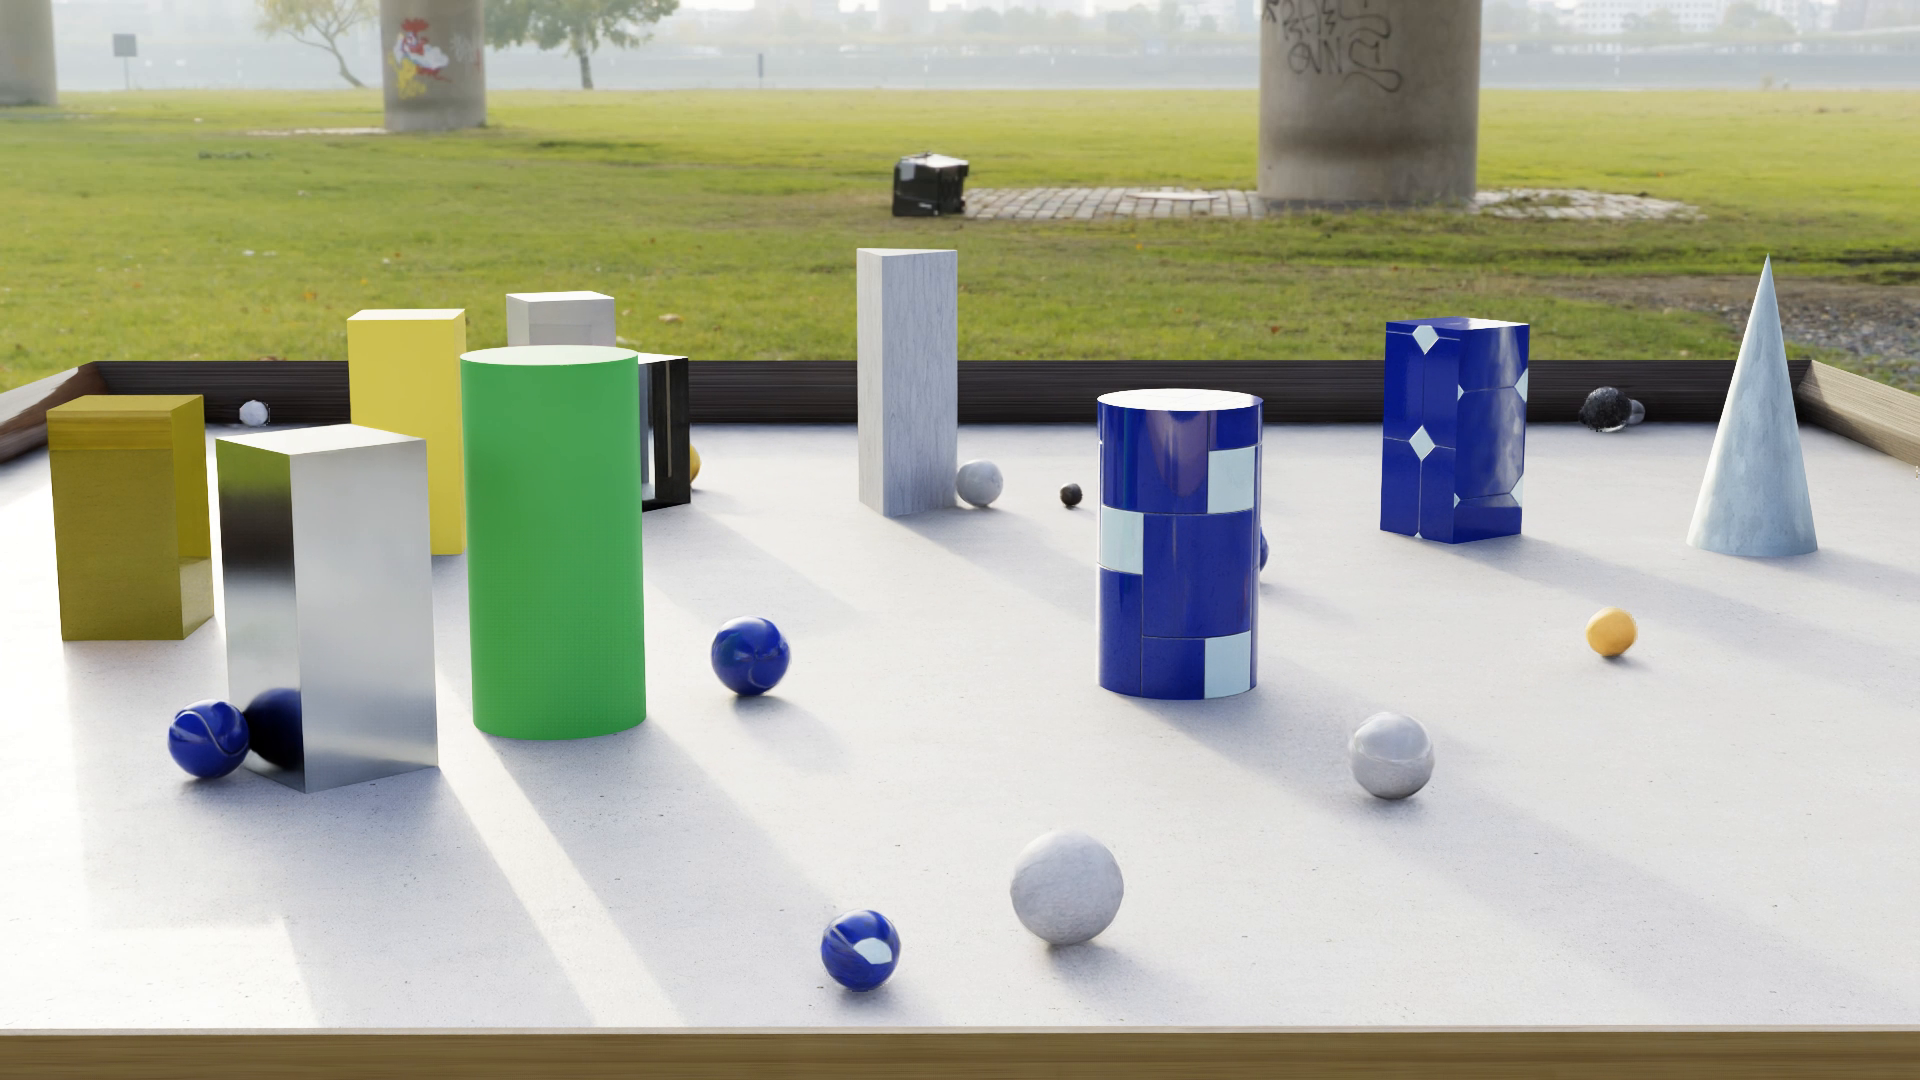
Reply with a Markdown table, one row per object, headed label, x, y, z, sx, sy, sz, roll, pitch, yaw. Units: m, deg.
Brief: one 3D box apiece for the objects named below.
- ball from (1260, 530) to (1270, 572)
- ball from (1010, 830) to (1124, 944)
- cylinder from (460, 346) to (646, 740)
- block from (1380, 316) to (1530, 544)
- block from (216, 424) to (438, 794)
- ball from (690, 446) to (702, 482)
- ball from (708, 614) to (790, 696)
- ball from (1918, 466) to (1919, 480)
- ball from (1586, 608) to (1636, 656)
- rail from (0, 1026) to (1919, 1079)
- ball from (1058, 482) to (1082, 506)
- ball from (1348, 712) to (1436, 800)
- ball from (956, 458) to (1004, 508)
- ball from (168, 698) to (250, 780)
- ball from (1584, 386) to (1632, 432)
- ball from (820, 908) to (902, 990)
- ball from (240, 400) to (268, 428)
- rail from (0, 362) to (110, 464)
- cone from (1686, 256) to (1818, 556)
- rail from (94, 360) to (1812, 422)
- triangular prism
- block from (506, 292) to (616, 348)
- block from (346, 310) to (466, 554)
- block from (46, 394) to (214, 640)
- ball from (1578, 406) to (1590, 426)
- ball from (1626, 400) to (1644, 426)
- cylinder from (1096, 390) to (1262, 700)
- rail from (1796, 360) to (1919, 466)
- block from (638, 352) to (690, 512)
| label | x | y | z | sx | sy | sz | roll | pitch | yaw |
| --- | --- | --- | --- | --- | --- | --- | --- | --- | --- |
| ball | 0.397 | 0.015 | 3.653 | 0.087 | 0.087 | 0.087 | 0 | 11 | 0 |
| ball | 0.089 | 0.291 | 2.147 | 0.095 | 0.095 | 0.095 | 0 | 11 | 0 |
| cylinder | -0.451 | -0.001 | 2.856 | 0.194 | 0.411 | 0.194 | 0 | 11 | 0 |
| block | 0.773 | -0.175 | 4.014 | 0.155 | 0.329 | 0.155 | -8 | 13 | -35 |
| block | -0.657 | 0.066 | 2.667 | 0.155 | 0.347 | 0.155 | -10 | 14 | -42 |
| ball | -0.491 | -0.133 | 4.471 | 0.079 | 0.079 | 0.079 | 0 | 11 | 0 |
| ball | -0.245 | 0.135 | 2.991 | 0.094 | 0.094 | 0.094 | 0 | 11 | 0 |
| ball | 1.676 | -0.115 | 4.374 | 0.080 | 0.080 | 0.080 | 0 | 11 | 0 |
| ball | 0.809 | 0.115 | 3.190 | 0.060 | 0.060 | 0.060 | 0 | 11 | 0 |
| rail | 0.011 | 0.366 | 1.652 | 3.523 | 0.126 | 0.045 | 0 | 11 | 0 |
| ball | 0.185 | -0.076 | 4.275 | 0.040 | 0.040 | 0.040 | 0 | 11 | 0 |
| ball | 0.432 | 0.216 | 2.570 | 0.088 | 0.088 | 0.088 | 0 | 11 | 0 |
| ball | 0.032 | -0.095 | 4.264 | 0.080 | 0.080 | 0.080 | 0 | 11 | 0 |
| ball | -0.774 | 0.205 | 2.643 | 0.083 | 0.083 | 0.083 | 0 | 11 | 0 |
| ball | 1.296 | -0.261 | 5.131 | 0.091 | 0.091 | 0.091 | 0 | 11 | 0 |
| ball | -0.079 | 0.326 | 2.045 | 0.064 | 0.064 | 0.064 | 0 | 11 | 0 |
| ball | -1.431 | -0.255 | 5.196 | 0.055 | 0.055 | 0.055 | 0 | 11 | 0 |
| rail | -1.738 | 0.034 | 3.439 | 0.045 | 0.126 | 3.702 | 0 | 11 | 0 |
| cone | 1.215 | -0.213 | 3.895 | 0.194 | 0.448 | 0.194 | 0 | 11 | 0 |
| rail | -0.011 | -0.301 | 5.246 | 3.523 | 0.126 | 0.045 | 0 | 11 | 0 |
| triangular prism | -0.116 | -0.266 | 4.246 | 0.145 | 0.424 | 0.168 | 10 | 14 | 43 |
| block | -0.708 | -0.274 | 4.571 | 0.155 | 0.321 | 0.155 | -5 | 11 | -23 |
| block | -0.833 | -0.166 | 3.897 | 0.155 | 0.354 | 0.155 | -1 | 11 | -4 |
| block | -1.073 | -0.031 | 3.331 | 0.155 | 0.296 | 0.155 | 0 | 11 | -1 |
| ball | 1.282 | -0.254 | 5.215 | 0.047 | 0.047 | 0.047 | 0 | 11 | 0 |
| ball | 1.369 | -0.260 | 5.230 | 0.052 | 0.052 | 0.052 | 0 | 11 | 0 |
| cylinder | 0.258 | 0.002 | 3.038 | 0.194 | 0.339 | 0.194 | 0 | 11 | 0 |
| rail | 1.738 | 0.031 | 3.459 | 0.045 | 0.126 | 3.702 | 0 | 11 | 0 |
| block | -0.560 | -0.180 | 4.272 | 0.155 | 0.246 | 0.155 | 8 | 13 | 35 |
